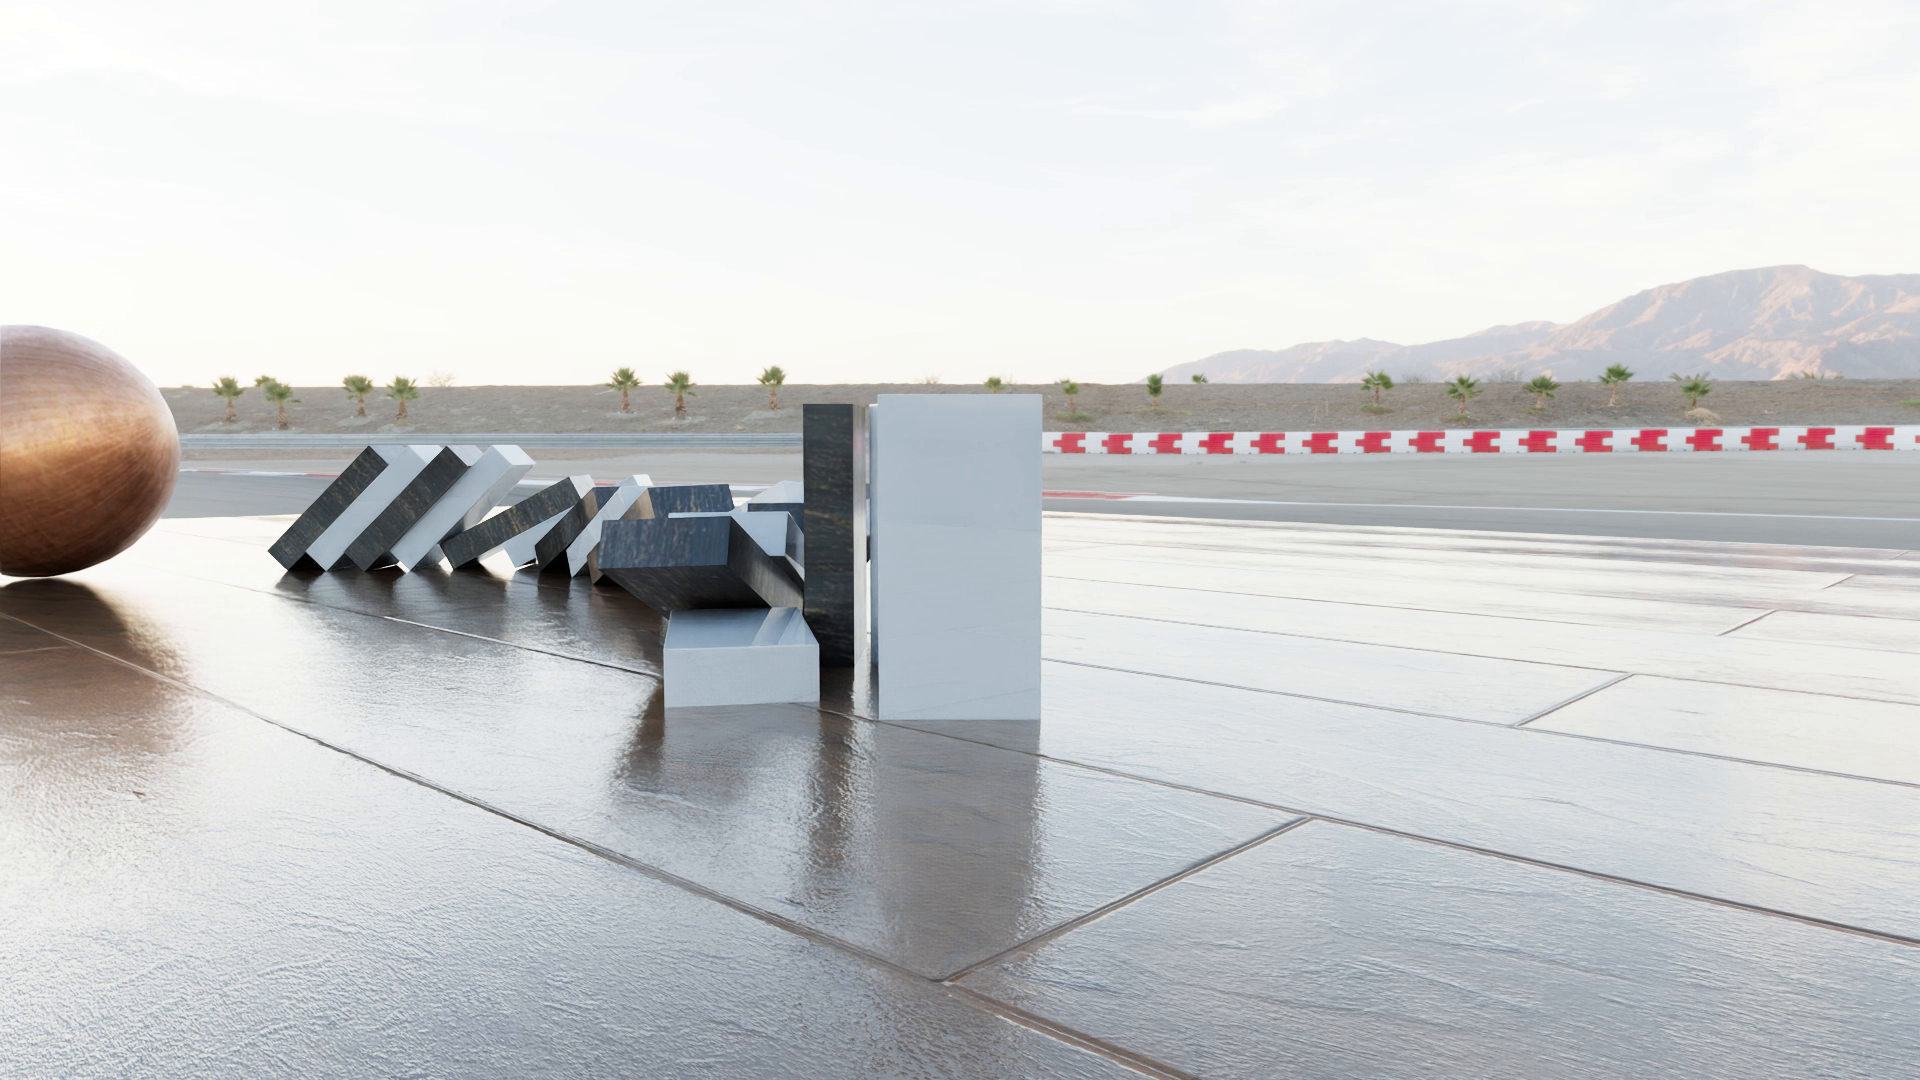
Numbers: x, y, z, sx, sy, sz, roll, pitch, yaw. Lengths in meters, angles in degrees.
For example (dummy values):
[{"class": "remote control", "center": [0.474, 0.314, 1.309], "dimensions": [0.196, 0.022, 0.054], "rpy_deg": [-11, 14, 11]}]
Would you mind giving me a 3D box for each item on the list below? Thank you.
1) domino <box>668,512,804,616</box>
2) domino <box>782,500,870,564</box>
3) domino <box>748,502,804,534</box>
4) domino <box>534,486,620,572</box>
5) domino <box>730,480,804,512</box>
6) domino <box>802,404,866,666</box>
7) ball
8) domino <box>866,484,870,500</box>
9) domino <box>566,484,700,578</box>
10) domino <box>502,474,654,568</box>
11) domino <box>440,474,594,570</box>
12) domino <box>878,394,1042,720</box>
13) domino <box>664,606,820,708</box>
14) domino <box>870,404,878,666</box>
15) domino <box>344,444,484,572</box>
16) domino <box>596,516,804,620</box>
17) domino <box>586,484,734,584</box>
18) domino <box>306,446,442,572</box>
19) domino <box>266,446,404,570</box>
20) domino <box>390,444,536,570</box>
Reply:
[{"class": "domino", "center": [-0.045, 0.007, 0.284], "dimensions": [0.025, 0.010, 0.050], "rpy_deg": [-1, -19, 6]}, {"class": "domino", "center": [-0.038, 0.003, 0.336], "dimensions": [0.025, 0.009, 0.050], "rpy_deg": [-1, -19, -18]}, {"class": "domino", "center": [-0.037, 0.005, 0.309], "dimensions": [0.025, 0.010, 0.050], "rpy_deg": [0, -20, -4]}, {"class": "domino", "center": [-0.116, -0.003, 0.417], "dimensions": [0.025, 0.009, 0.050], "rpy_deg": [-4, -19, -41]}, {"class": "domino", "center": [-0.060, -0.002, 0.373], "dimensions": [0.050, 0.010, 0.025], "rpy_deg": [-27, -15, 28]}, {"class": "domino", "center": [-0.025, -0.002, 0.256], "dimensions": [0.010, 0.050, 0.025], "rpy_deg": [0, 4, 1]}, {"class": "ball", "center": [-0.293, -0.028, 0.405], "dimensions": [0.080, 0.080, 0.080], "rpy_deg": [0, 4, 0]}, {"class": "domino", "center": [-0.040, -0.001, 0.365], "dimensions": [0.050, 0.010, 0.025], "rpy_deg": [-28, -15, 29]}, {"class": "domino", "center": [-0.101, -0.002, 0.398], "dimensions": [0.025, 0.009, 0.050], "rpy_deg": [-4, -20, -38]}, {"class": "domino", "center": [-0.131, -0.007, 0.447], "dimensions": [0.050, 0.010, 0.025], "rpy_deg": [-28, 4, -1]}, {"class": "domino", "center": [-0.152, -0.007, 0.447], "dimensions": [0.050, 0.010, 0.025], "rpy_deg": [-27, 4, 1]}, {"class": "domino", "center": [0.000, 0.002, 0.201], "dimensions": [0.025, 0.050, 0.009], "rpy_deg": [0, 4, 0]}, {"class": "domino", "center": [-0.040, 0.020, 0.234], "dimensions": [0.025, 0.009, 0.050], "rpy_deg": [-1, 4, -11]}, {"class": "domino", "center": [-0.004, -0.001, 0.248], "dimensions": [0.025, 0.050, 0.009], "rpy_deg": [-2, 5, -27]}, {"class": "domino", "center": [-0.184, -0.011, 0.438], "dimensions": [0.050, 0.009, 0.025], "rpy_deg": [-45, 3, 3]}, {"class": "domino", "center": [-0.051, 0.008, 0.260], "dimensions": [0.025, 0.009, 0.050], "rpy_deg": [-2, -19, 9]}, {"class": "domino", "center": [-0.089, -0.001, 0.378], "dimensions": [0.025, 0.009, 0.050], "rpy_deg": [-5, -20, -38]}, {"class": "domino", "center": [-0.198, -0.011, 0.440], "dimensions": [0.050, 0.009, 0.025], "rpy_deg": [-45, 3, 3]}, {"class": "domino", "center": [-0.211, -0.012, 0.441], "dimensions": [0.050, 0.009, 0.025], "rpy_deg": [-45, 3, 3]}, {"class": "domino", "center": [-0.171, -0.012, 0.442], "dimensions": [0.010, 0.050, 0.025], "rpy_deg": [45, 3, -3]}]
